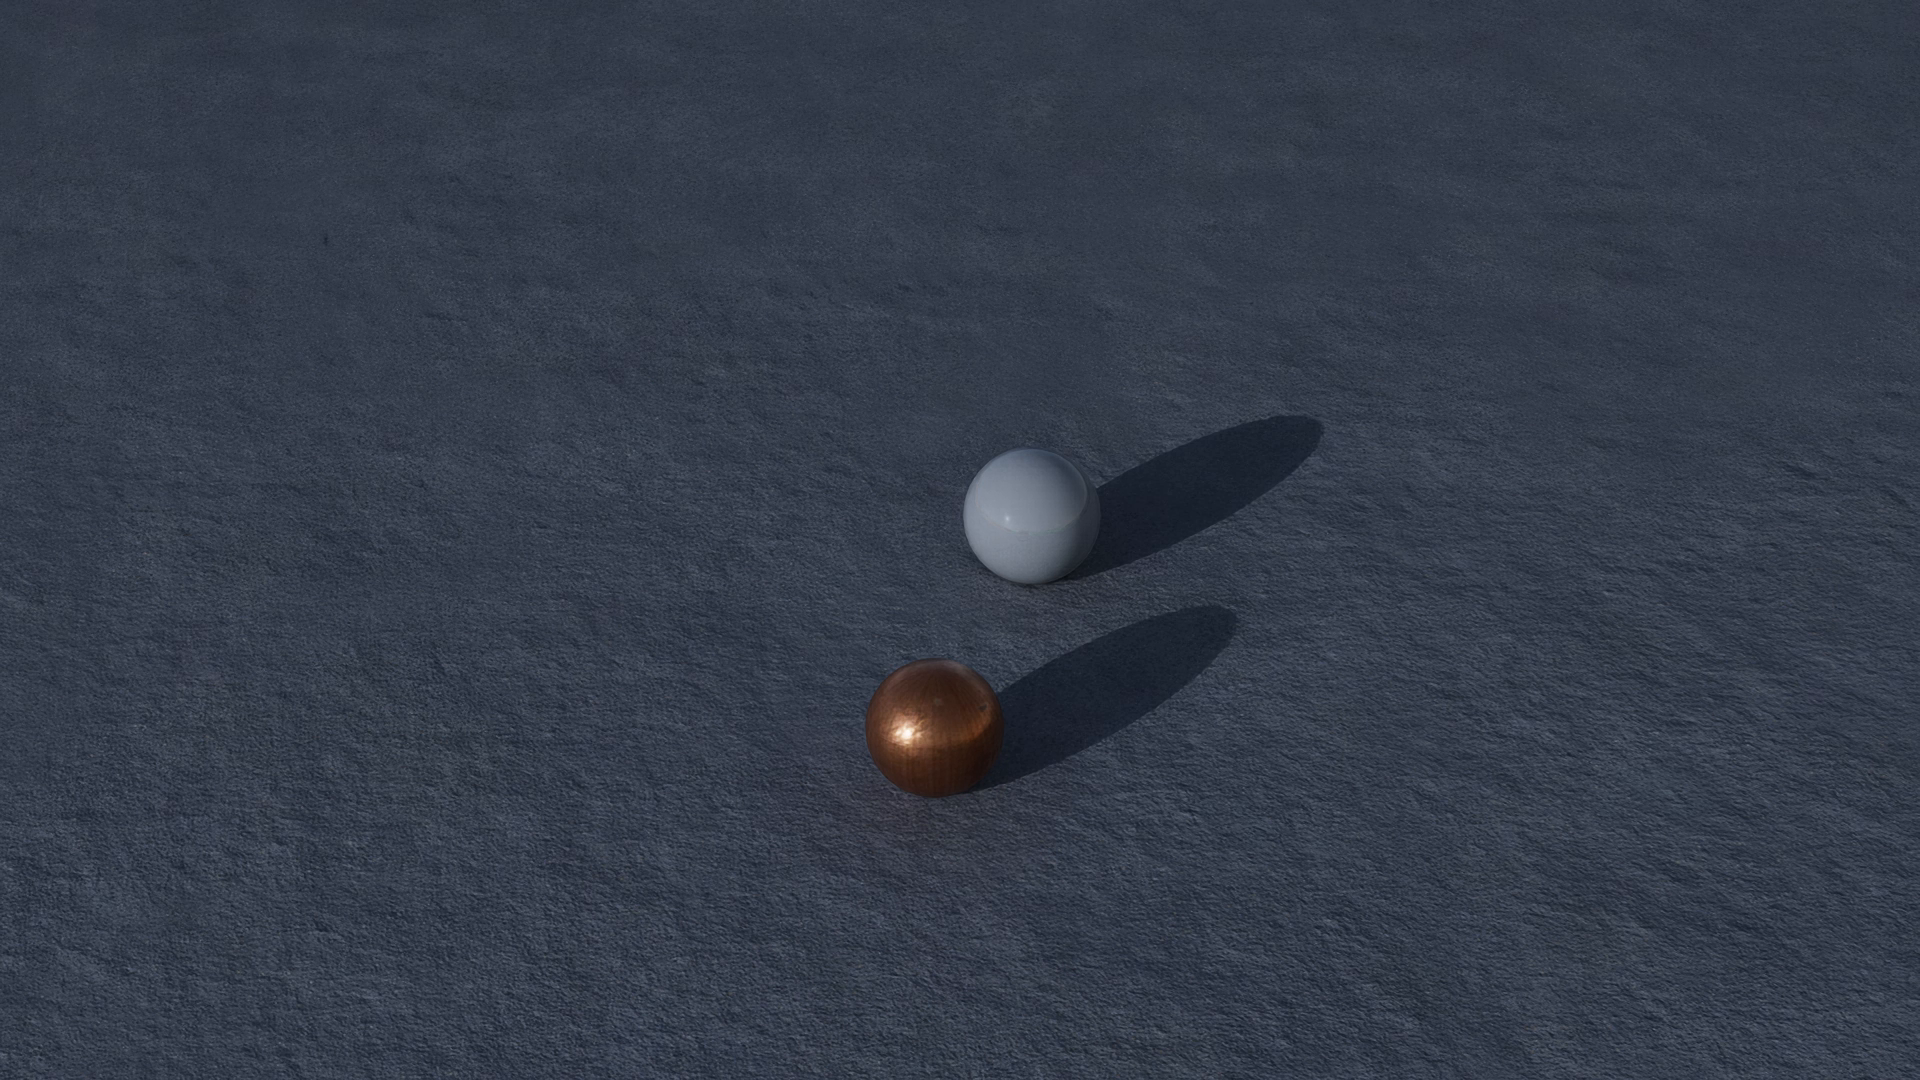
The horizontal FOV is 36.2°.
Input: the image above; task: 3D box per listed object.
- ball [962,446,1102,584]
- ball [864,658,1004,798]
[{"bbox_3d":[0.040,-0.014,1.639,0.077,0.077,0.077,0,32,0],"label":"ball"},{"bbox_3d":[-0.013,0.094,1.471,0.070,0.070,0.070,0,32,0],"label":"ball"}]
